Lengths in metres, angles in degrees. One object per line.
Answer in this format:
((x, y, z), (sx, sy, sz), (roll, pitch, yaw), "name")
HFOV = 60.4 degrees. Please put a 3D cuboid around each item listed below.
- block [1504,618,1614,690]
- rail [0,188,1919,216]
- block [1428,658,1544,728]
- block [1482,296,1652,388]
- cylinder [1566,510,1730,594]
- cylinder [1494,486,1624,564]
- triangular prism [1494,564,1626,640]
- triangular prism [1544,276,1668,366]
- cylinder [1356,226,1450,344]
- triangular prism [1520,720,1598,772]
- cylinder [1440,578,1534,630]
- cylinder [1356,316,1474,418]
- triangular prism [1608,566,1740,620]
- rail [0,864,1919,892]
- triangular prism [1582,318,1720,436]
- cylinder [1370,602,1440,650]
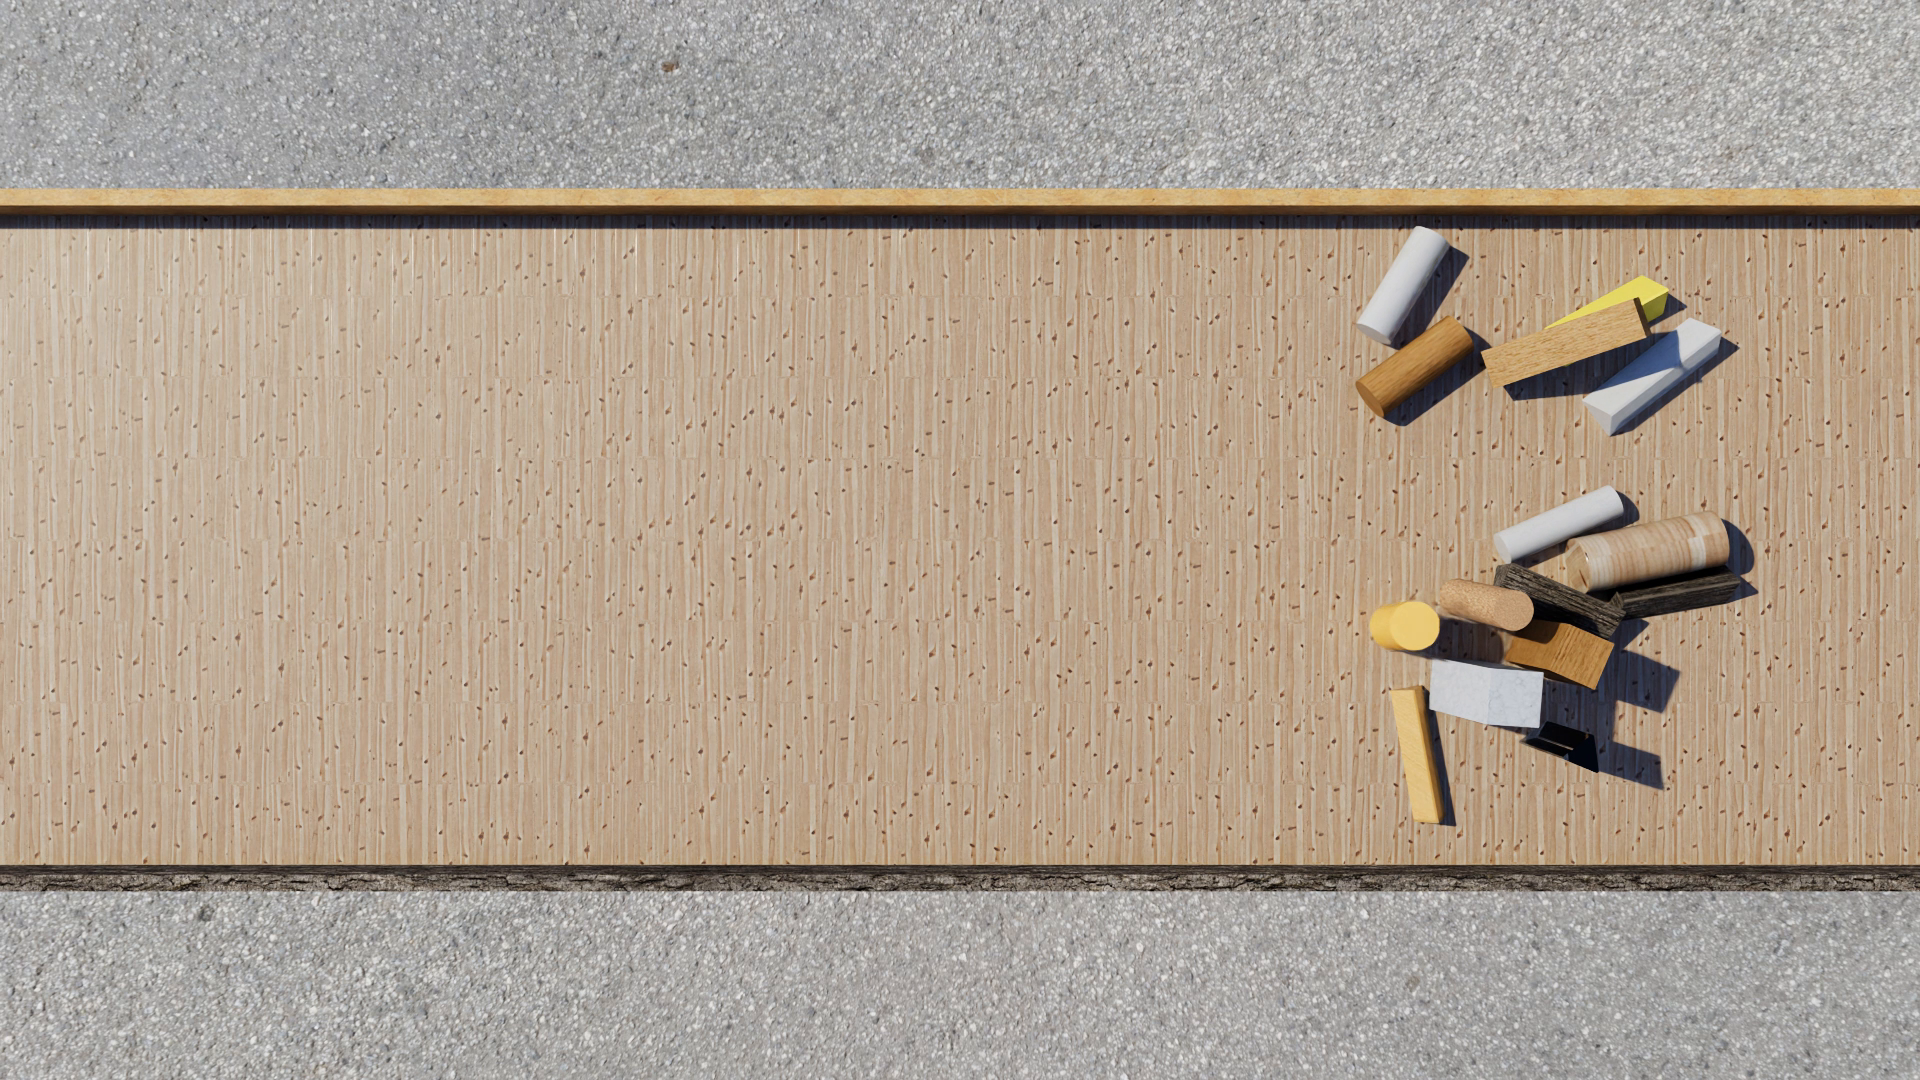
((1.768, 0.332, 4.884), (0.142, 0.385, 0.142), (23, 90, 0), "block")
((-2.247, -1.025, 5.002), (12.000, 0.150, 0.050), (0, 90, 0), "rail")
((1.547, 0.446, 4.871), (0.158, 0.394, 0.158), (5, 90, -8), "block")
((1.801, -0.585, 4.906), (0.451, 0.119, 0.119), (-19, 90, 32), "block")
((2.076, 0.038, 4.990), (0.426, 0.173, 0.173), (-12, 90, 0), "cylinder")
((1.822, -0.046, 5.025), (0.371, 0.104, 0.104), (-23, 90, 0), "cylinder")
((1.812, 0.175, 4.987), (0.368, 0.120, 0.138), (23, 55, 0), "triangular prism")
((1.979, -0.672, 5.016), (0.341, 0.115, 0.133), (-29, 90, 0), "triangular prism")
((1.346, -0.774, 5.015), (0.121, 0.121, 0.344), (31, 90, 0), "cylinder")
((1.789, 0.600, 4.892), (0.109, 0.369, 0.095), (22, 90, 0), "triangular prism")
((1.541, 0.186, 4.848), (0.114, 0.450, 0.114), (0, 93, -3), "cylinder")
((1.381, -0.526, 5.008), (0.338, 0.136, 0.136), (-36, 90, 0), "cylinder")
((2.168, 0.154, 5.012), (0.352, 0.122, 0.141), (-10, 90, 0), "triangular prism")
((-2.247, 1.025, 5.001), (12.000, 0.150, 0.050), (0, 90, 0), "rail")
((2.120, -0.501, 5.014), (0.418, 0.119, 0.138), (-37, 90, 0), "triangular prism")
((1.323, 0.256, 4.917), (0.142, 0.307, 0.142), (0, 87, 4), "cylinder")
